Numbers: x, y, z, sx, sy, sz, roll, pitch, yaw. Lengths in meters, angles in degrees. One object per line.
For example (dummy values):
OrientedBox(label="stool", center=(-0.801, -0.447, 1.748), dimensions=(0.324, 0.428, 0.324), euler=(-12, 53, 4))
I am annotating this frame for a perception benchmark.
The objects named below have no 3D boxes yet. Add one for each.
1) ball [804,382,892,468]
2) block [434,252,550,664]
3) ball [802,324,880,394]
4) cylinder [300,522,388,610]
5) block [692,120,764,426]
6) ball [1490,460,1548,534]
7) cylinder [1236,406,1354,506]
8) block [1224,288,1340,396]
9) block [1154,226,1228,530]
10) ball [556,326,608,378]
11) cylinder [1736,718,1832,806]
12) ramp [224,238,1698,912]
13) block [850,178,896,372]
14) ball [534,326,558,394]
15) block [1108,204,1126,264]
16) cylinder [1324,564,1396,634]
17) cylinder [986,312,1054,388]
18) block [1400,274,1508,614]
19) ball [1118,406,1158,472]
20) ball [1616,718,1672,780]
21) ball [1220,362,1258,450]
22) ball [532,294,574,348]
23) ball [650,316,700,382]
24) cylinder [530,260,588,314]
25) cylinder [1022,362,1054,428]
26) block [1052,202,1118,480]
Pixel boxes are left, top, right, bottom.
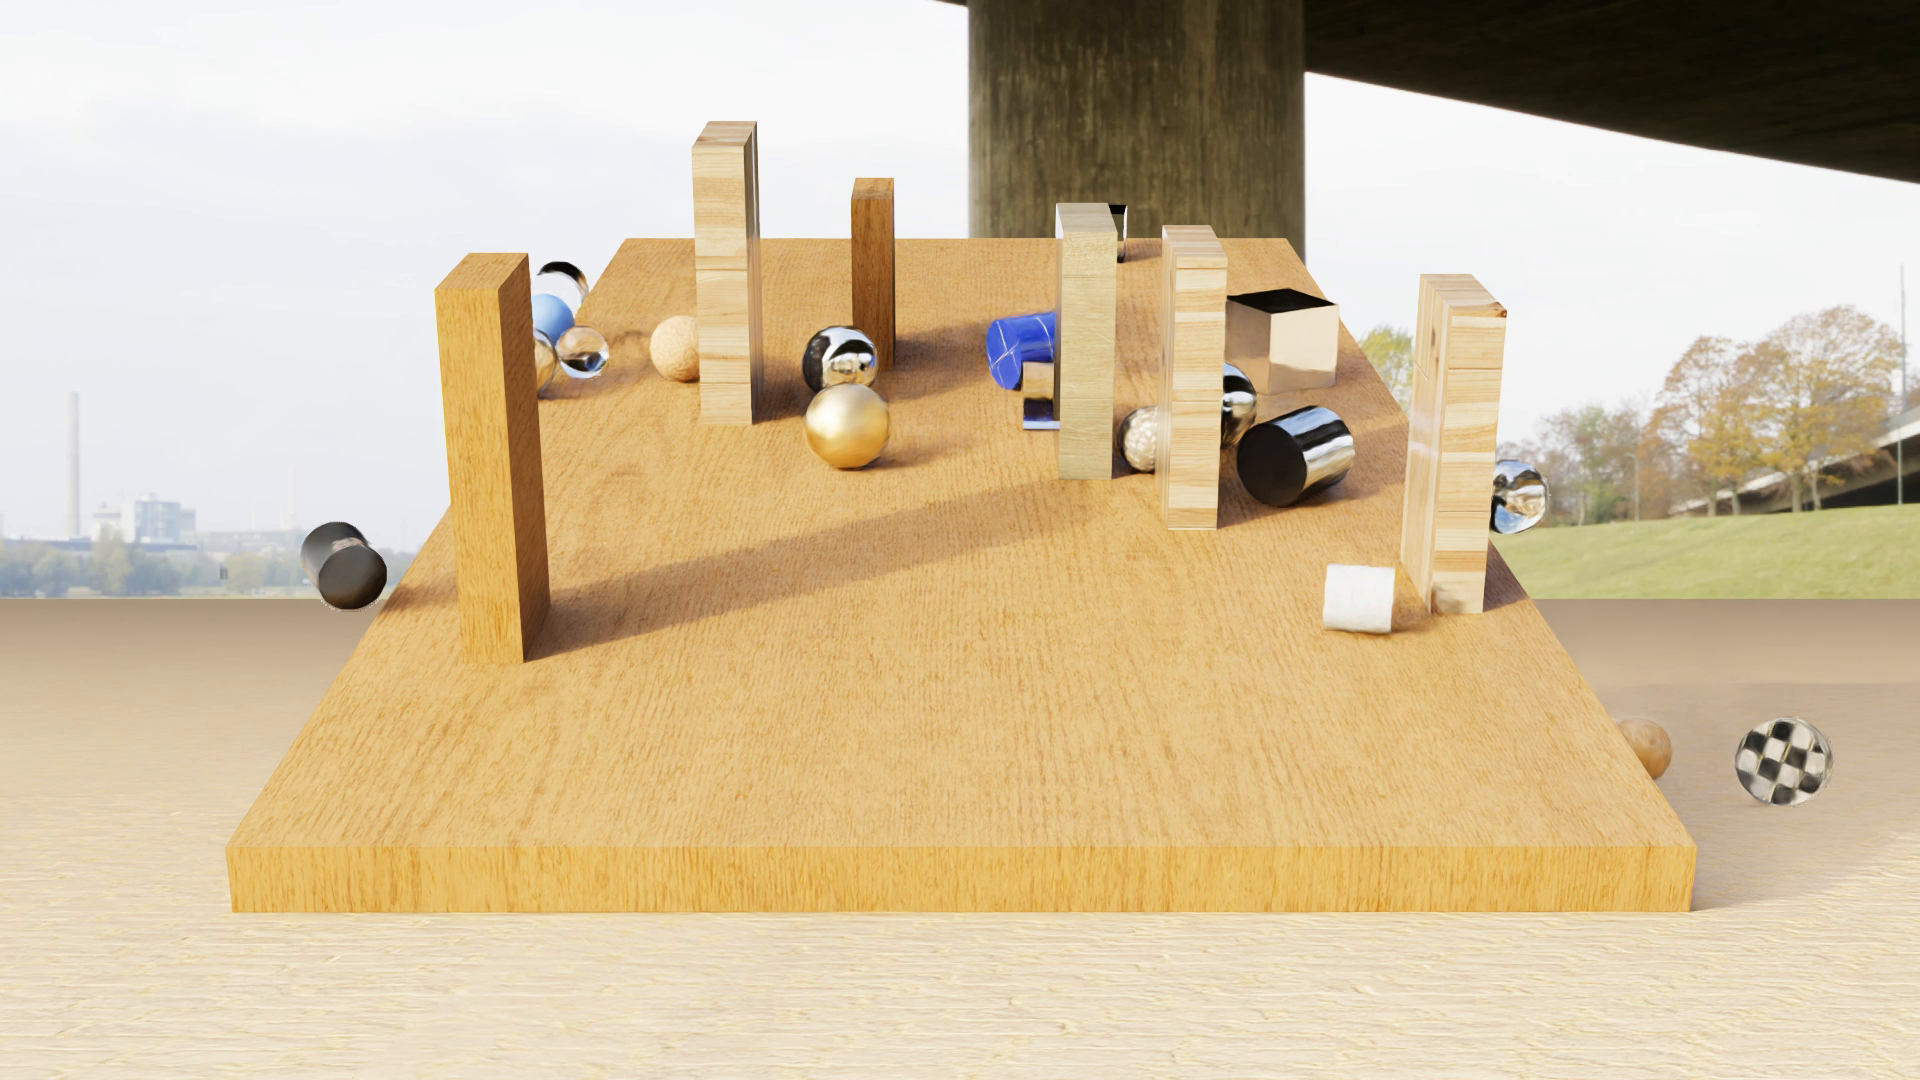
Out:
OrientedBox(label="ball", center=(-0.231, -0.236, 4.646), dimensions=(0.179, 0.179, 0.179), euler=(0, -1, 0))
OrientedBox(label="block", center=(-0.760, -0.136, 3.696), dimensions=(0.098, 0.621, 0.267), euler=(0, 19, 0))
OrientedBox(label="ball", center=(-0.271, -0.399, 5.112), dimensions=(0.176, 0.176, 0.176), euler=(0, -1, 0))
OrientedBox(label="cylinder", center=(-1.056, 0.043, 3.866), dimensions=(0.117, 0.117, 0.117), euler=(1, 20, -32))
OrientedBox(label="block", center=(-0.513, -0.599, 5.028), dimensions=(0.110, 0.609, 0.361), euler=(0, 19, 0))
OrientedBox(label="ball", center=(0.996, -0.078, 4.097), dimensions=(0.137, 0.137, 0.137), euler=(0, -1, 0))
OrientedBox(label="cylinder", center=(0.663, -0.167, 4.472), dimensions=(0.167, 0.167, 0.167), euler=(-1, 13, 44))
OrientedBox(label="block", center=(0.742, -0.464, 5.272), dimensions=(0.194, 0.194, 0.194), euler=(-11, 22, -28))
OrientedBox(label="block", center=(0.442, -0.316, 4.354), dimensions=(0.093, 0.527, 0.292), euler=(0, 19, 0))
OrientedBox(label="ball", center=(-0.889, -0.441, 5.307), dimensions=(0.125, 0.125, 0.125), euler=(0, -1, 0))
OrientedBox(label="cylinder", center=(1.706, 0.458, 4.673), dimensions=(0.174, 0.174, 0.174), euler=(-1, -2, 26))
OrientedBox(label="ramp", center=(-0.005, -0.202, 4.969), dimensions=(2.000, 0.100, 4.000), euler=(0, 19, 0))
OrientedBox(label="block", center=(-0.208, -0.645, 5.453), dimensions=(0.095, 0.412, 0.283), euler=(0, 19, 0))
OrientedBox(label="ball", center=(-1.002, -0.408, 5.144), dimensions=(0.169, 0.169, 0.169), euler=(0, -1, 0))
OrientedBox(label="block", center=(0.408, -0.891, 6.559), dimensions=(0.143, 0.143, 0.143), euler=(2, 20, 6))
OrientedBox(label="cylinder", center=(0.672, 0.099, 3.801), dimensions=(0.111, 0.111, 0.111), euler=(4, 0, 12))
OrientedBox(label="cylinder", center=(0.172, -0.442, 5.255), dimensions=(0.163, 0.163, 0.163), euler=(-9, 3, -28))
OrientedBox(label="block", center=(0.855, -0.172, 3.934), dimensions=(0.090, 0.534, 0.274), euler=(0, 19, 0))
OrientedBox(label="ball", center=(0.391, -0.207, 4.631), dimensions=(0.136, 0.136, 0.136), euler=(0, -1, 0))
OrientedBox(label="ball", center=(1.556, 0.484, 5.184), dimensions=(0.151, 0.151, 0.151), euler=(0, -1, 0))
OrientedBox(label="ball", center=(0.533, -0.284, 4.765), dimensions=(0.191, 0.191, 0.191), euler=(0, -1, 0))
OrientedBox(label="ball", center=(-1.018, -0.533, 5.540), dimensions=(0.143, 0.143, 0.143), euler=(0, -1, 0))
OrientedBox(label="ball", center=(-0.649, -0.449, 5.286), dimensions=(0.154, 0.154, 0.154), euler=(0, -1, 0))
OrientedBox(label="cylinder", center=(-1.144, -0.692, 6.398), dimensions=(0.165, 0.165, 0.165), euler=(0, 19, -2))
OrientedBox(label="cylinder", center=(0.210, -0.316, 4.922), dimensions=(0.147, 0.147, 0.147), euler=(0, -1, 0))
OrientedBox(label="block", center=(0.254, -0.413, 4.651), dimensions=(0.107, 0.510, 0.299), euler=(0, 19, 0))
